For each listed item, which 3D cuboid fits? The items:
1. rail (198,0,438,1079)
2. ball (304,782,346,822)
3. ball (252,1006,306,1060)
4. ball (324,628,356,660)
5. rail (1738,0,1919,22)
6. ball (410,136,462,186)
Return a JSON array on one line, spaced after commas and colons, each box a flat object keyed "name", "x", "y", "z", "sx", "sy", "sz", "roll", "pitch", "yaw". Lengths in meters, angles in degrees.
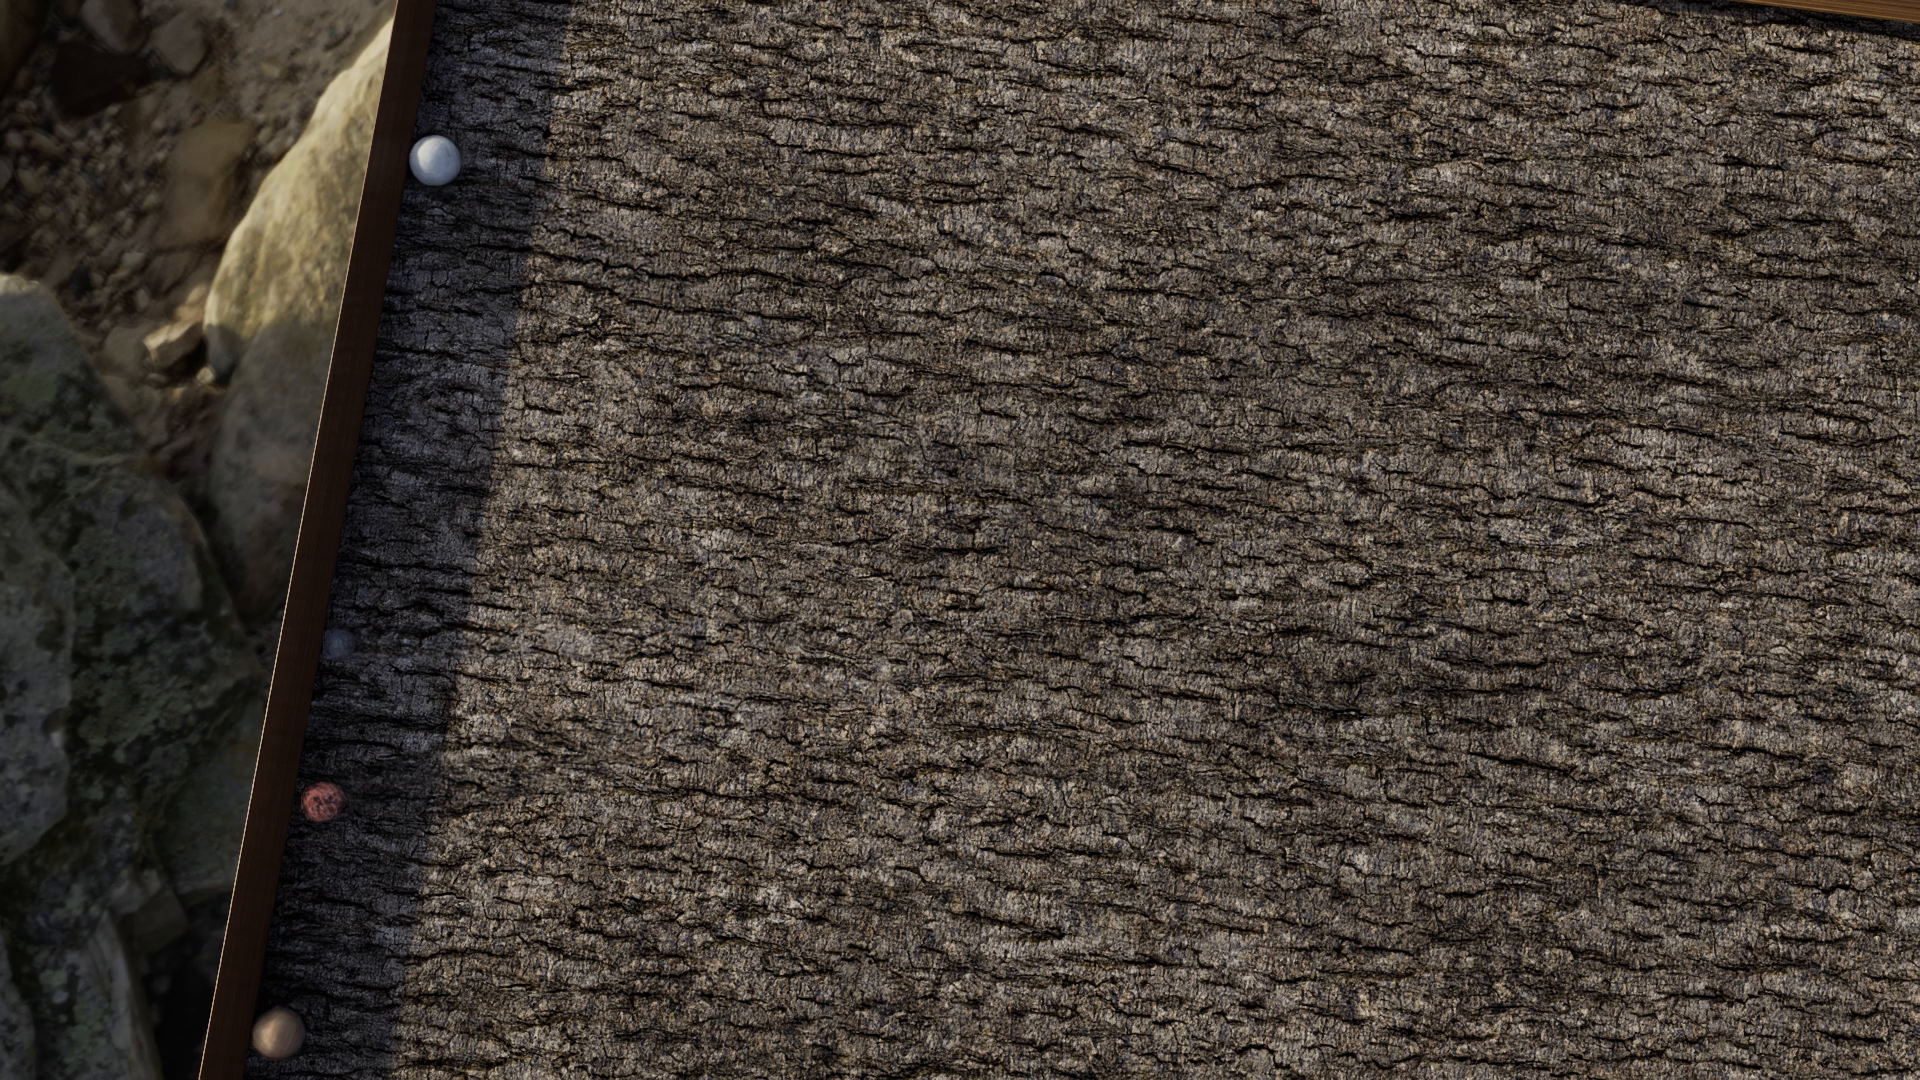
[{"name": "rail", "x": -0.928, "y": -0.122, "z": 3.288, "sx": 0.045, "sy": 0.102, "sz": 2.079, "roll": 7, "pitch": 80, "yaw": 1}, {"name": "ball", "x": -0.931, "y": 0.383, "z": 3.221, "sx": 0.059, "sy": 0.059, "sz": 0.059, "roll": 0, "pitch": 80, "yaw": 0}, {"name": "ball", "x": -0.978, "y": 0.708, "z": 3.157, "sx": 0.074, "sy": 0.074, "sz": 0.074, "roll": 0, "pitch": 80, "yaw": 0}, {"name": "ball", "x": -0.922, "y": 0.154, "z": 3.269, "sx": 0.046, "sy": 0.046, "sz": 0.046, "roll": 0, "pitch": 80, "yaw": 0}, {"name": "rail", "x": 1.082, "y": -0.875, "z": 3.420, "sx": 3.838, "sy": 0.102, "sz": 0.045, "roll": 7, "pitch": 80, "yaw": 1}, {"name": "ball", "x": -0.807, "y": -0.583, "z": 3.382, "sx": 0.078, "sy": 0.078, "sz": 0.078, "roll": 0, "pitch": 80, "yaw": 0}]
